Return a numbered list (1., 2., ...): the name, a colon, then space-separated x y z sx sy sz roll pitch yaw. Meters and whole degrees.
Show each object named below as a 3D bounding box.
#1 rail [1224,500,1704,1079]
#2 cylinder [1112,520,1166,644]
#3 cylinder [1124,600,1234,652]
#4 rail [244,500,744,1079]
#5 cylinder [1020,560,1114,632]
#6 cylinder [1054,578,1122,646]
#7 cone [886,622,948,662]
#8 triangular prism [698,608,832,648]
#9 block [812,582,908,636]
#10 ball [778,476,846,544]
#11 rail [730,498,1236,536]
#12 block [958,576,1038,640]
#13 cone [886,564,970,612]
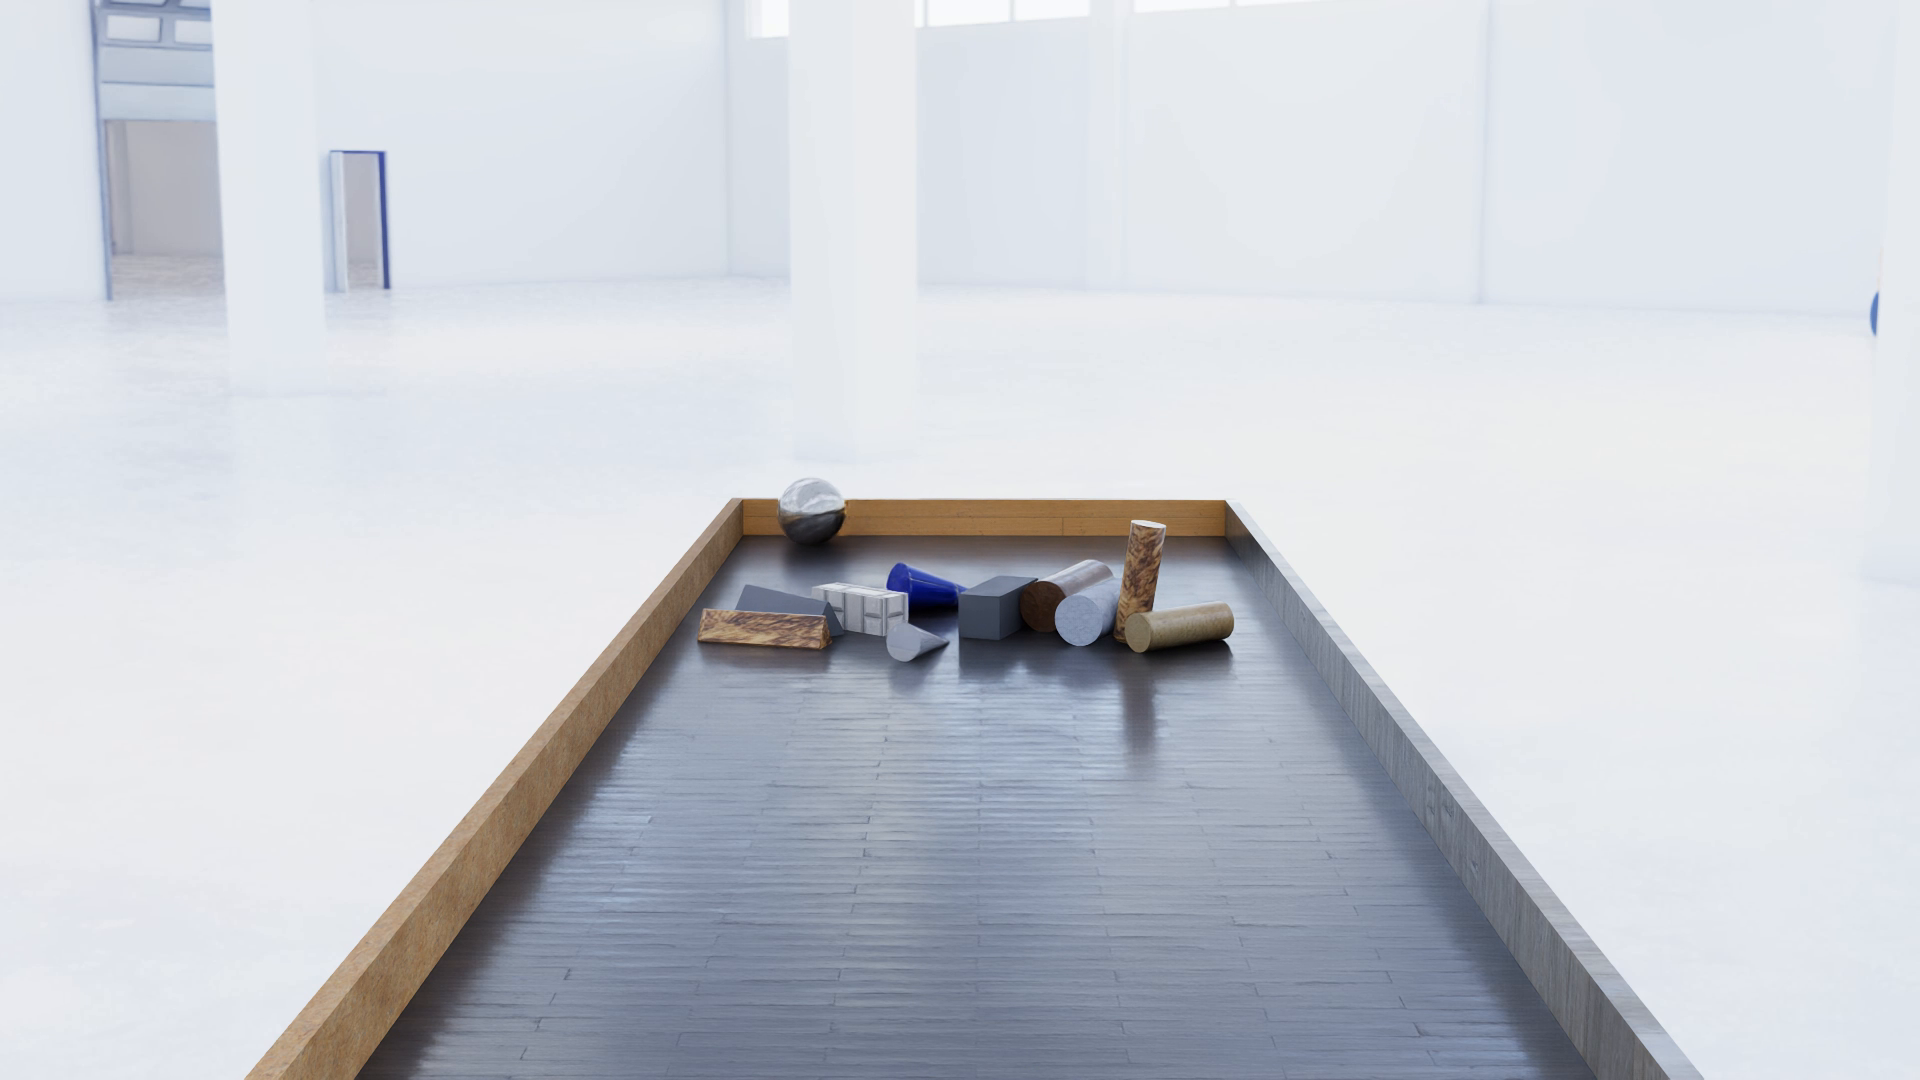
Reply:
1. rail: 1.046 0.843 3.208 0.050 0.150 12.000 0 9 1
2. cylinder: 0.565 0.133 6.923 0.110 0.377 0.110 8 10 -1
3. cylinder: 0.691 0.271 6.905 0.348 0.123 0.123 -6 11 -35
4. rail: -1.004 0.839 3.234 0.050 0.150 12.000 0 9 1
5. cylinder: 0.362 0.183 7.317 0.169 0.169 0.455 4 10 23
6. cylinder: 0.449 0.228 7.052 0.163 0.163 0.348 4 10 26
7. cone: -0.100 0.317 6.823 0.119 0.119 0.323 4 0 26
8. triangular prism: -0.620 0.275 6.959 0.414 0.094 0.109 3 9 17
9. block: -0.328 0.225 7.197 0.316 0.123 0.123 8 12 40
10. ball: -0.597 -0.119 8.889 0.273 0.273 0.273 0 9 0
11. rail: 0.099 -0.098 9.147 2.100 0.150 0.050 0 9 1
12. block: 0.128 0.218 7.184 0.140 0.140 0.371 3 10 21
13. cone: -0.027 0.190 7.543 0.426 0.172 0.172 8 4 -30
